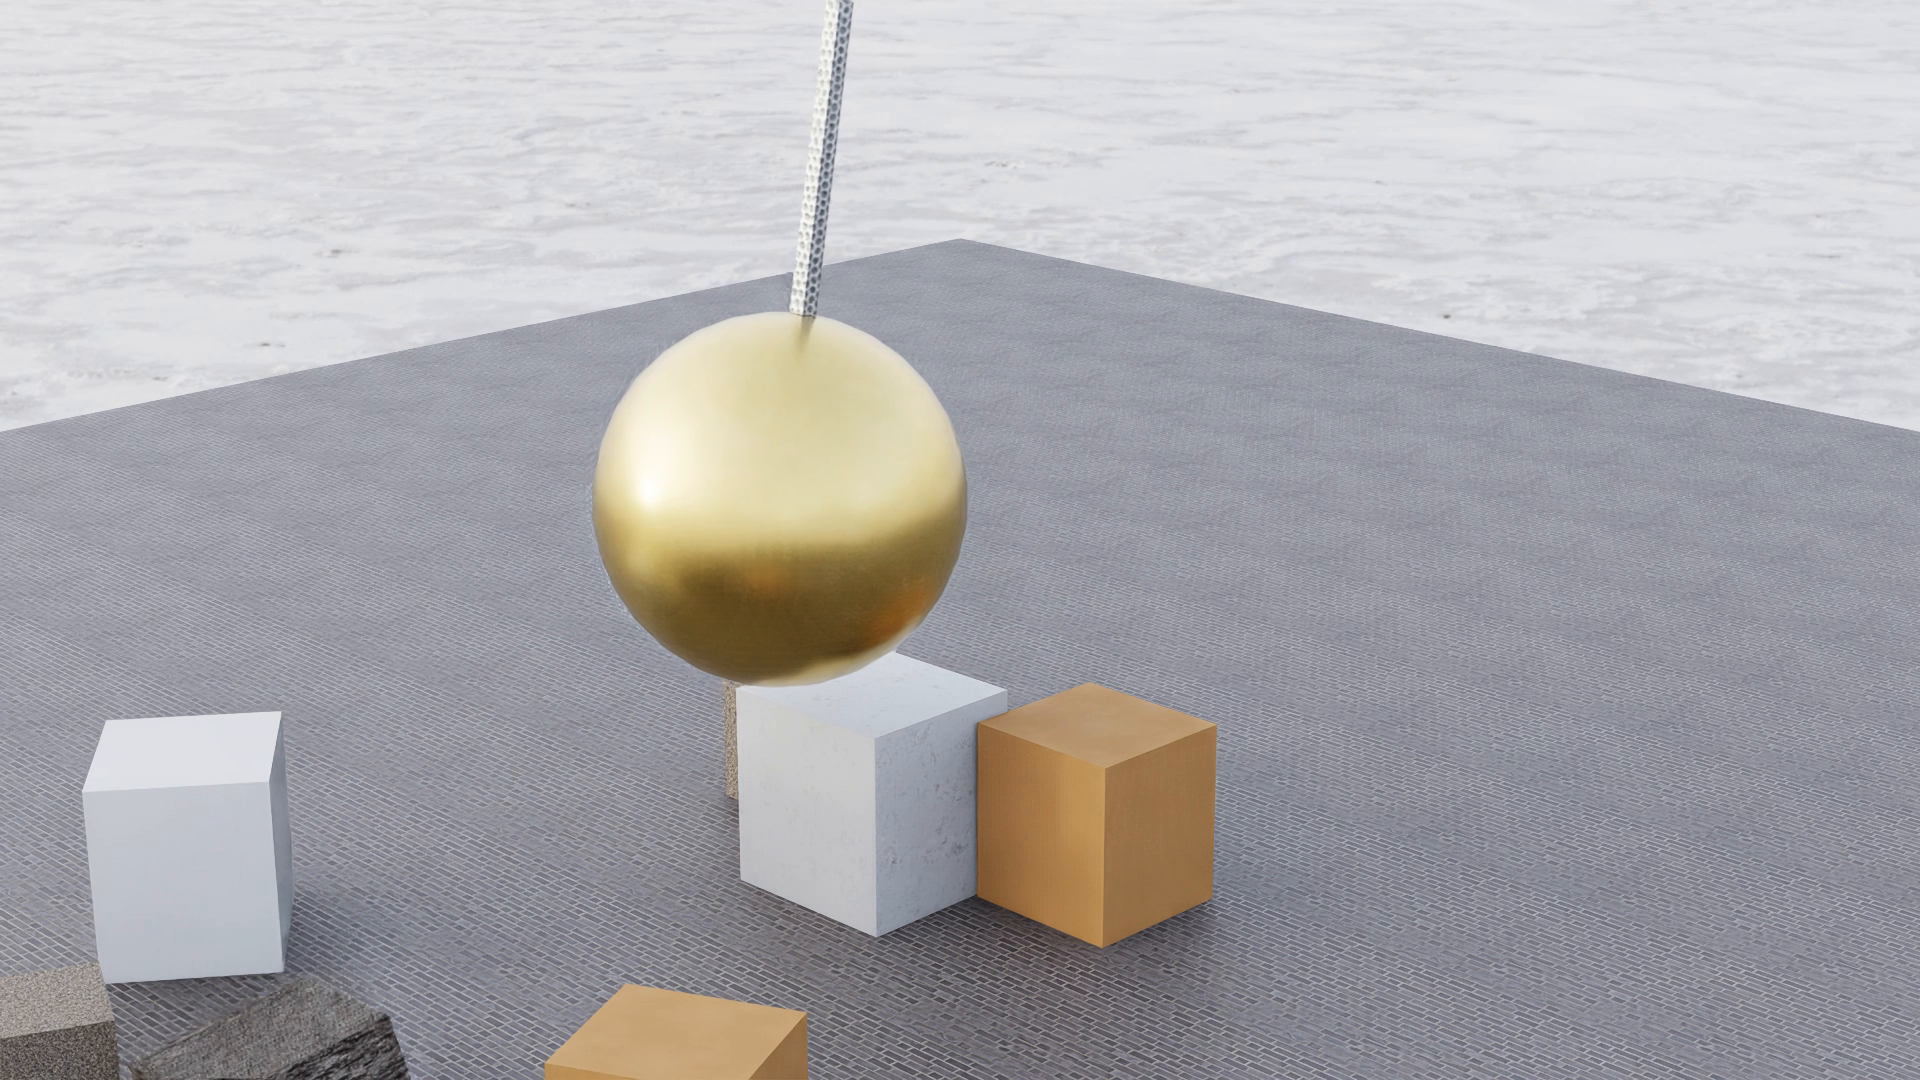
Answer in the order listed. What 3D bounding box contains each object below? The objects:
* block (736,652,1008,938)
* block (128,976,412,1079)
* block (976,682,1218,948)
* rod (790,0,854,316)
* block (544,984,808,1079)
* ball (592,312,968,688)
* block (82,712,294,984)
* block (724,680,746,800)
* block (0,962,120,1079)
[{"bbox_3d":[-0.395,1.111,13.255,0.887,0.932,0.830,16,24,42],"label":"block"},{"bbox_3d":[-2.382,2.049,10.362,0.701,0.638,0.733,-25,18,-32],"label":"block"},{"bbox_3d":[0.607,1.211,13.093,0.733,0.838,0.766,-17,24,-42],"label":"block"},{"bbox_3d":[-0.331,-3.492,11.897,0.080,5.200,0.080,17,14,42],"label":"rod"},{"bbox_3d":[-0.996,2.100,10.462,0.715,0.720,0.659,6,18,18],"label":"block"},{"bbox_3d":[-0.763,-0.172,12.487,1.600,1.600,1.600,0,17,0],"label":"ball"},{"bbox_3d":[-3.319,1.317,12.695,0.755,0.874,0.834,-3,18,-8],"label":"block"},{"bbox_3d":[-0.606,0.951,14.247,0.800,0.642,0.726,17,24,42],"label":"block"},{"bbox_3d":[-3.489,1.994,11.103,0.545,0.538,0.534,-7,19,-21],"label":"block"}]
